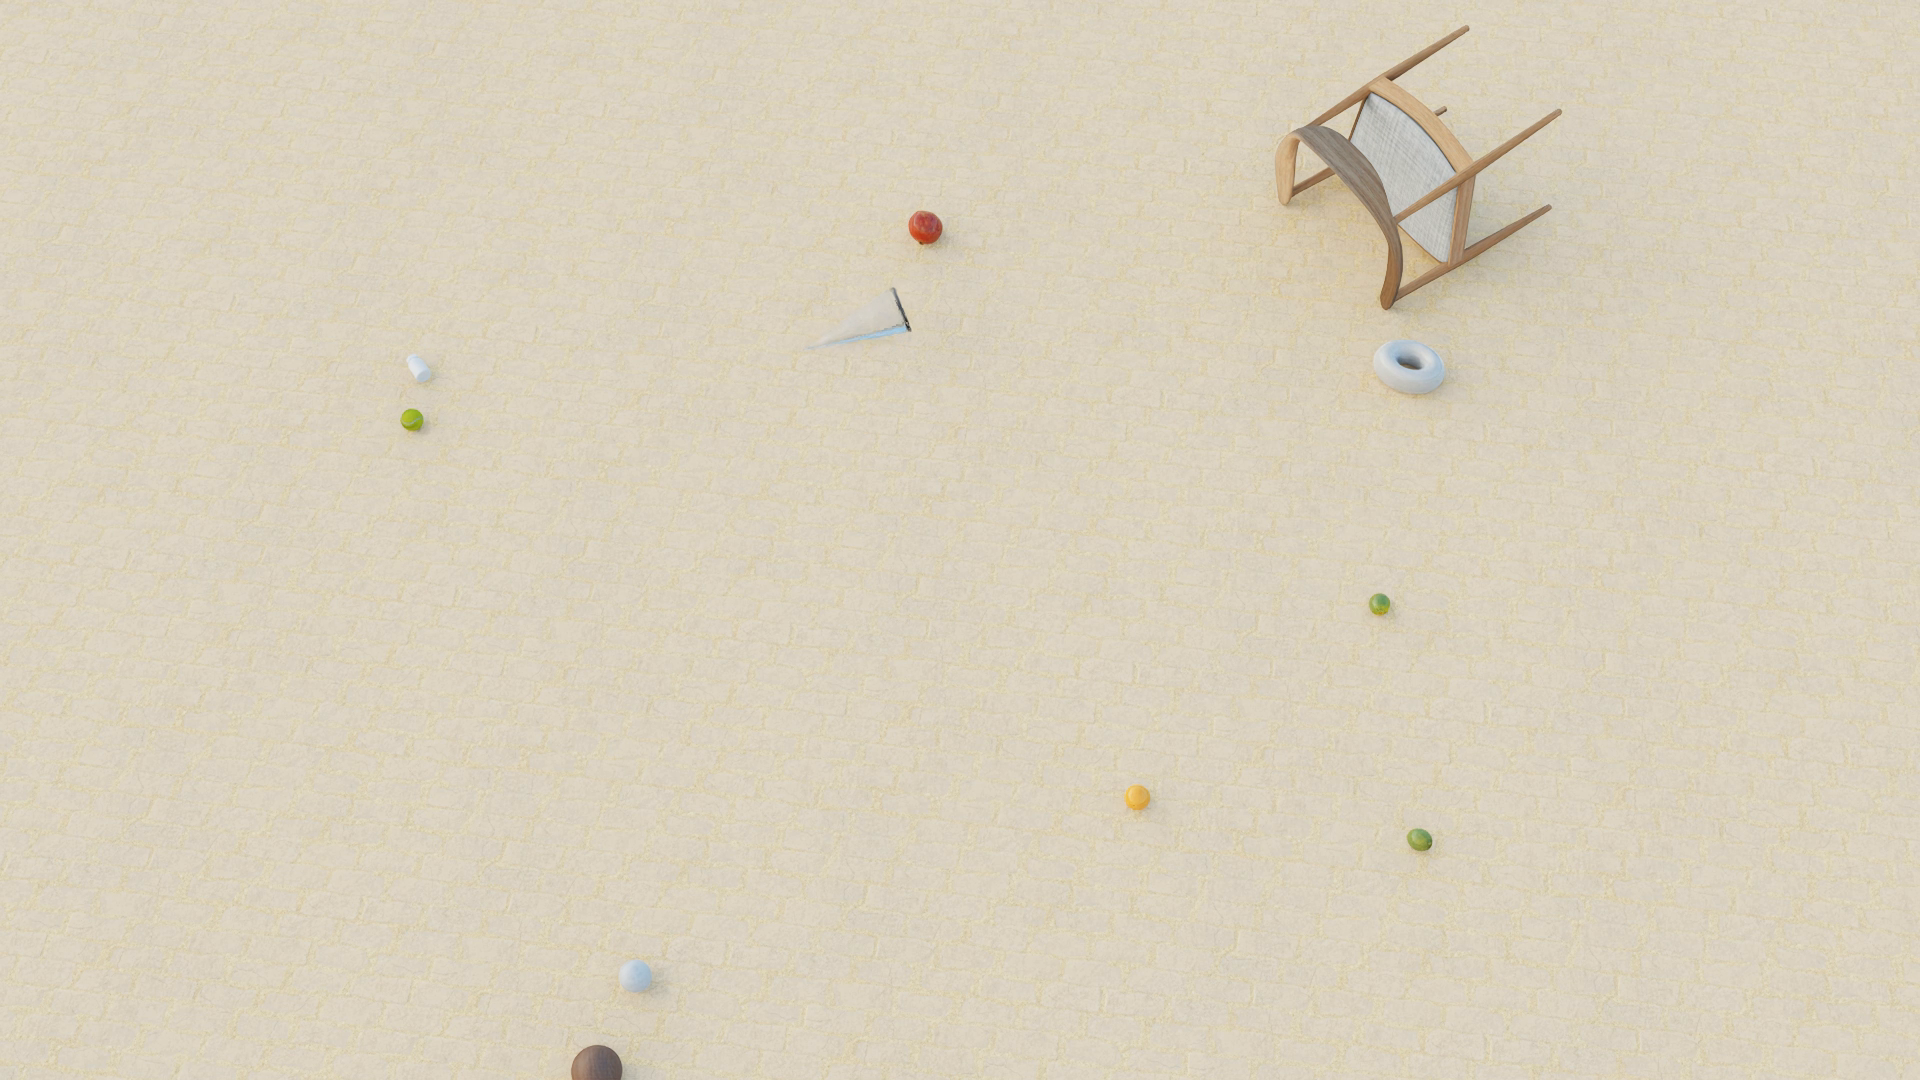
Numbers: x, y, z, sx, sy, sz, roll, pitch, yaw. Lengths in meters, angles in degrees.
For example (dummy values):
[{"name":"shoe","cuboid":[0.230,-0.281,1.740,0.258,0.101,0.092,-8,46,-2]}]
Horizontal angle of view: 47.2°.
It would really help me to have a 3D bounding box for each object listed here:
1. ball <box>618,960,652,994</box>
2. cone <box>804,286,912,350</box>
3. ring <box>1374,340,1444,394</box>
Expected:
[{"name":"ball","cuboid":[-0.850,1.141,5.755,0.088,0.088,0.088,0,56,0]},{"name":"cone","cuboid":[-0.342,-0.668,6.981,0.345,0.138,0.162,-22,59,-1]},{"name":"ring","cuboid":[1.404,-0.542,6.877,0.226,0.101,0.170,18,60,10]}]
